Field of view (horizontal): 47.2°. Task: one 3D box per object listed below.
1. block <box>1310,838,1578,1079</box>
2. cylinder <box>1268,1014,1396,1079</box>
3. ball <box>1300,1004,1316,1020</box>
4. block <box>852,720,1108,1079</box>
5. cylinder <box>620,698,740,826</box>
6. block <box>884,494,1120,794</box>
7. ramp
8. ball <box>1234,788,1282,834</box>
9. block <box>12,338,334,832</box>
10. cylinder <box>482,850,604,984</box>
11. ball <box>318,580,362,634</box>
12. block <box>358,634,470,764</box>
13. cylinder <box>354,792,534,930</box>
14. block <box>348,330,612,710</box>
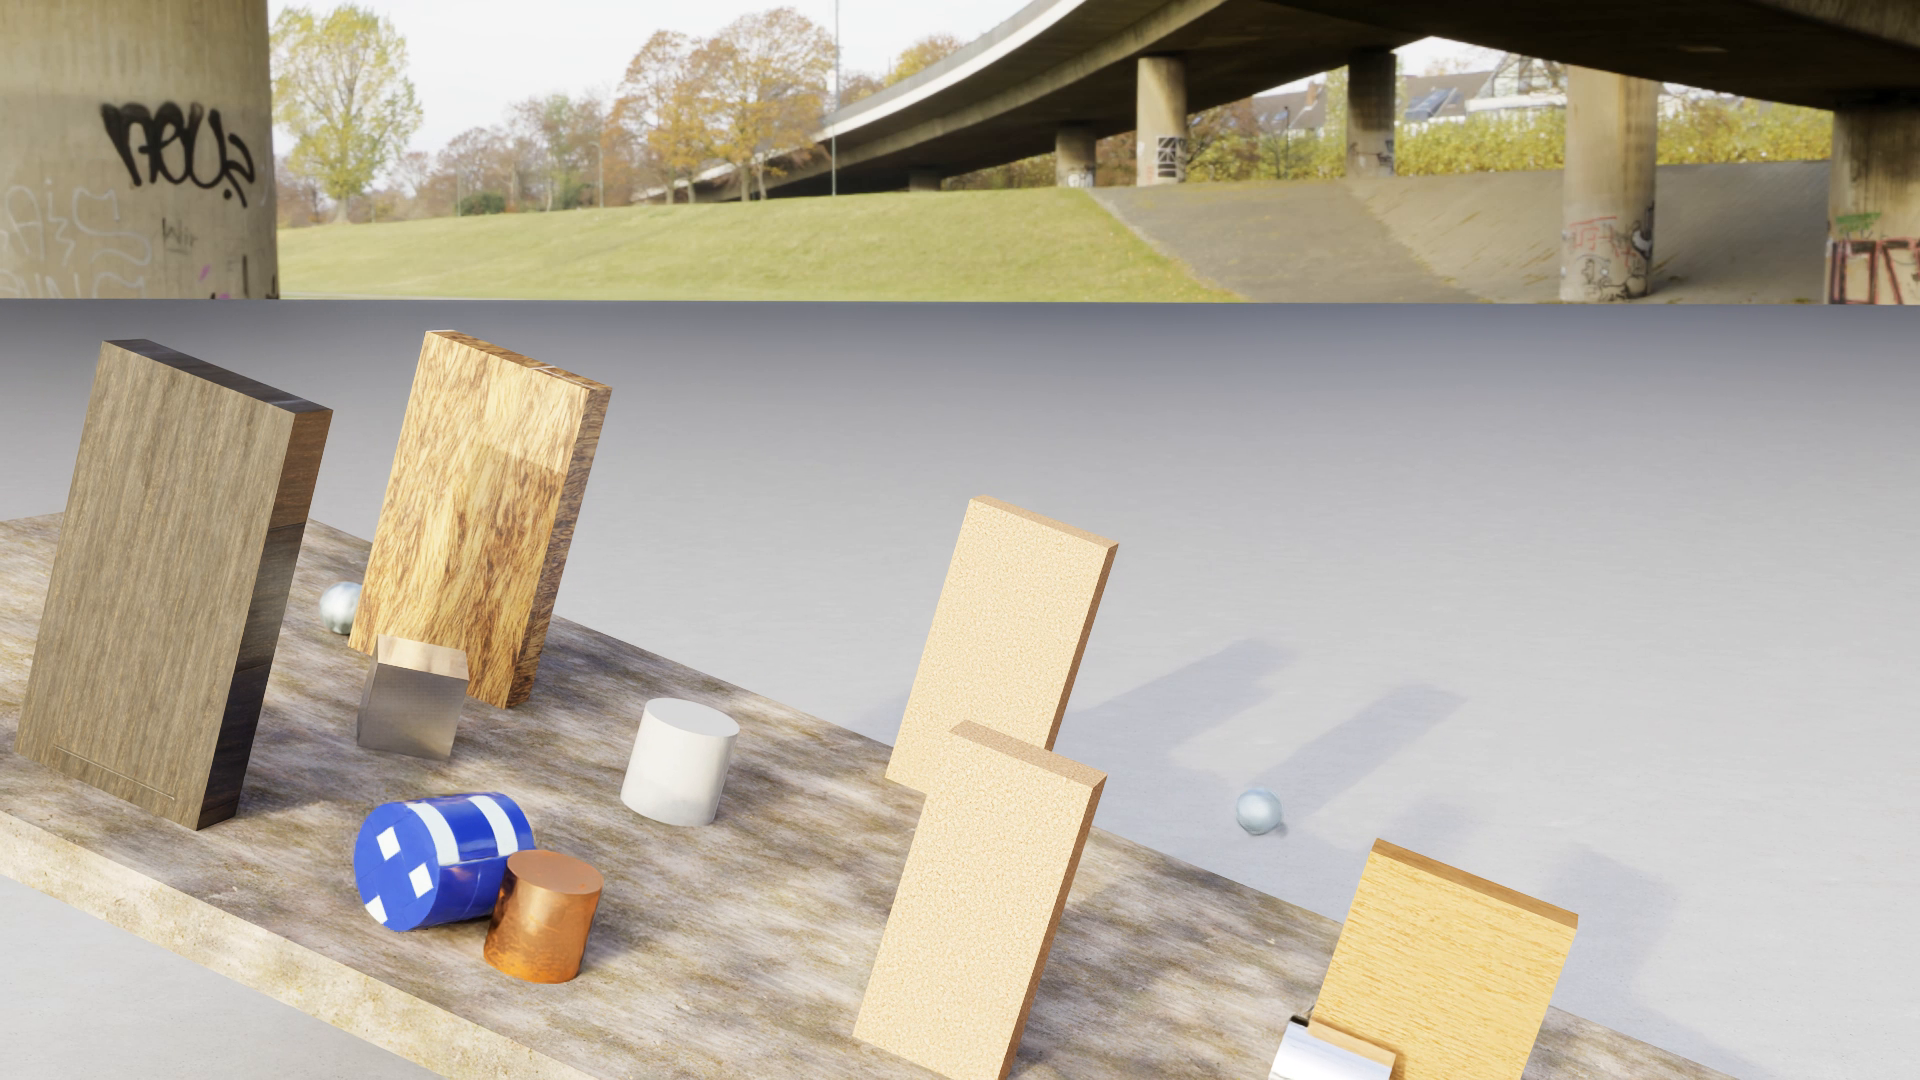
[{"bbox_3d":[0.822,0.820,3.858,0.365,0.483,0.095,20,12,14],"label":"block"},{"bbox_3d":[0.629,0.936,3.781,0.186,0.186,0.186,20,12,13],"label":"cylinder"},{"bbox_3d":[0.684,0.920,4.069,0.132,0.132,0.132,0,7,0],"label":"ball"},{"bbox_3d":[0.031,0.599,3.599,0.252,0.547,0.106,20,12,14],"label":"block"},{"bbox_3d":[-0.557,0.441,4.374,0.193,0.193,0.193,16,12,-3],"label":"cylinder"},{"bbox_3d":[0.091,0.271,4.908,0.327,0.669,0.107,20,12,14],"label":"block"},{"bbox_3d":[-0.361,0.688,4.229,4.000,0.100,2.000,20,12,14],"label":"ramp"},{"bbox_3d":[0.988,0.898,7.279,0.155,0.155,0.155,0,7,0],"label":"ball"},{"bbox_3d":[-1.317,0.073,3.666,0.375,0.730,0.108,20,12,14],"label":"block"},{"bbox_3d":[-0.670,0.605,3.536,0.158,0.158,0.158,16,12,-3],"label":"cylinder"},{"bbox_3d":[-1.341,0.148,4.805,0.117,0.117,0.117,0,7,0],"label":"ball"},{"bbox_3d":[-1.071,0.309,4.301,0.174,0.174,0.174,13,12,-18],"label":"block"},{"bbox_3d":[-0.838,0.520,3.581,0.204,0.204,0.204,5,3,36],"label":"cylinder"},{"bbox_3d":[-1.025,-0.045,4.678,0.392,0.711,0.108,20,12,14],"label":"block"}]
